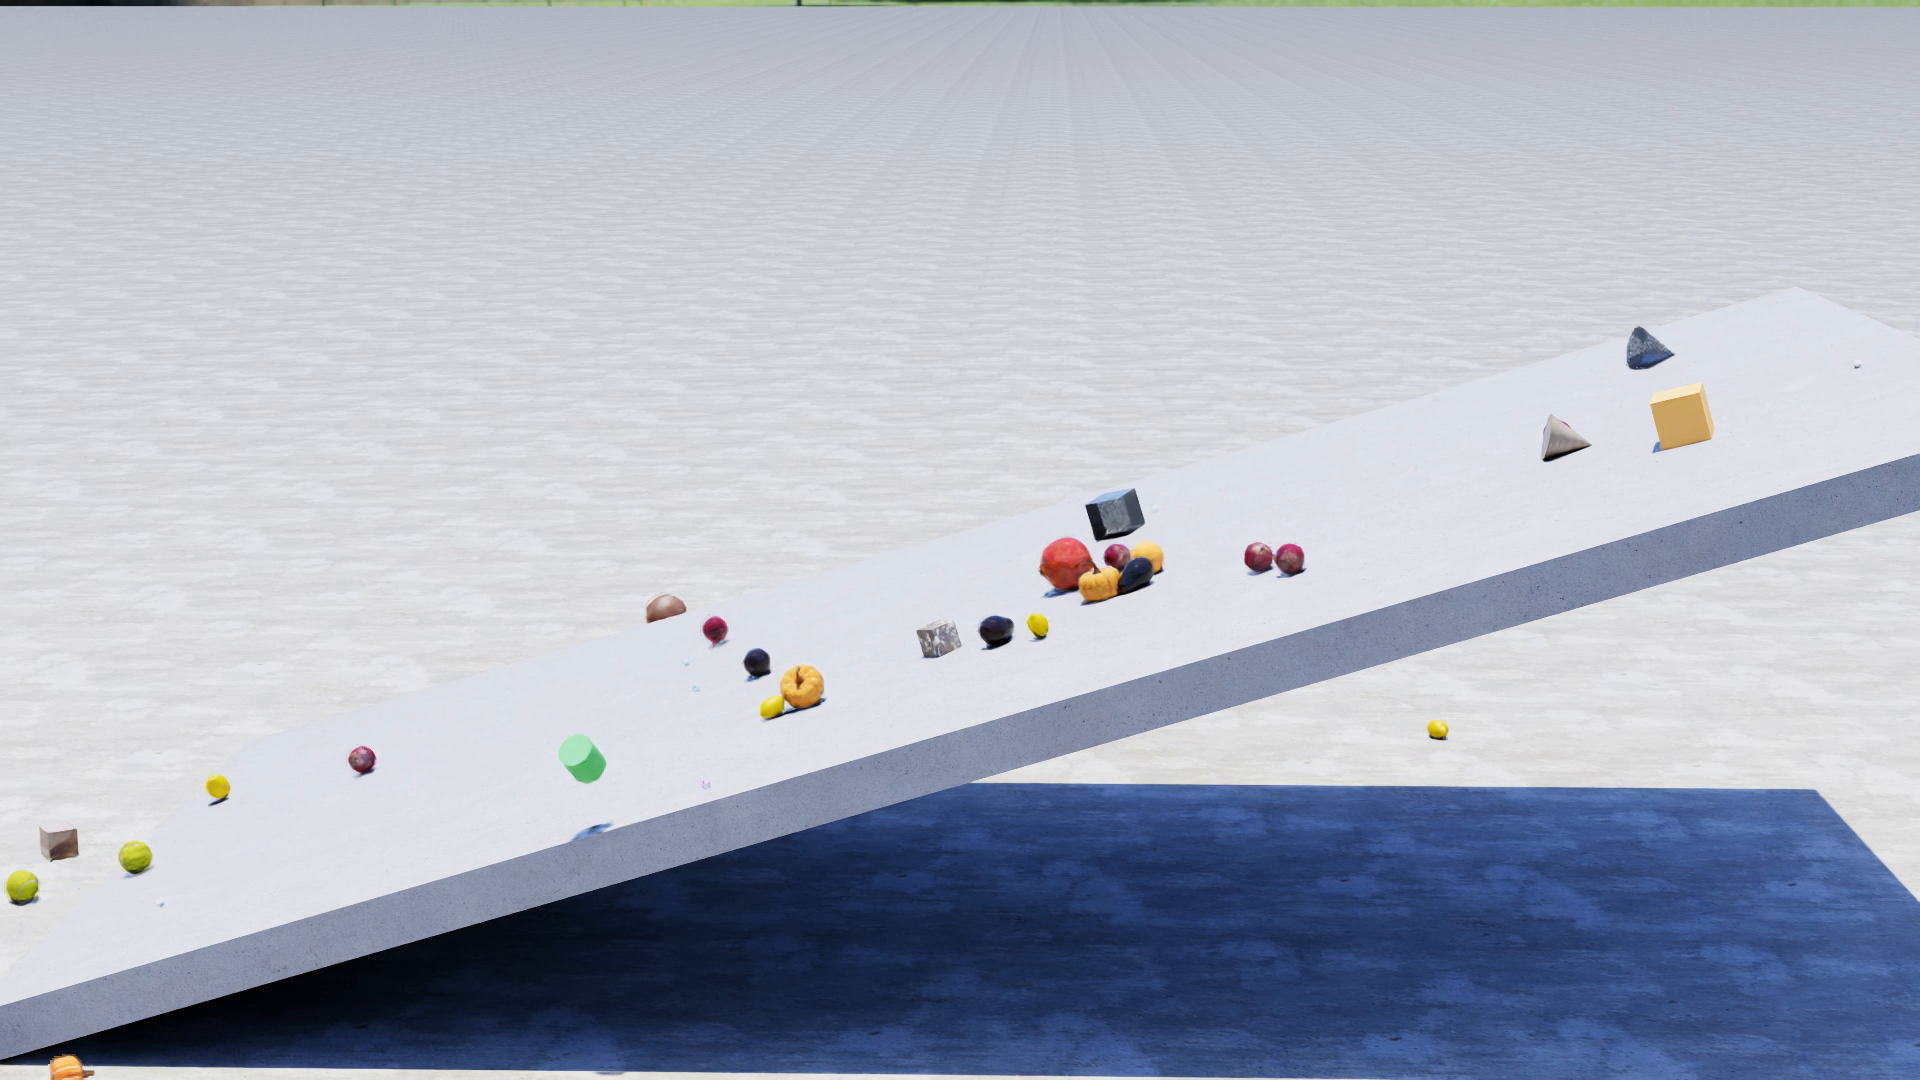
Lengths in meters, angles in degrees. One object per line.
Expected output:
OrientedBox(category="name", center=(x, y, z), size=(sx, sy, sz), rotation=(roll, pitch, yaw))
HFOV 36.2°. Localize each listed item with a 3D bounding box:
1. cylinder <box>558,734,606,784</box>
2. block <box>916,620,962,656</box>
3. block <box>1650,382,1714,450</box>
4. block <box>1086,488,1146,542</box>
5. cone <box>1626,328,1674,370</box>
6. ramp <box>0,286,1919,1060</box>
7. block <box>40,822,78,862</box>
OrientedBox(category="cylinder", center=(-0.692, 0.401, 5.385), size=(0.066, 0.066, 0.066), rotation=(5, -31, 25))
OrientedBox(category="block", center=(-0.043, 0.201, 6.007), size=(0.058, 0.058, 0.058), rotation=(-24, 12, -34))
OrientedBox(category="block", center=(1.432, -0.246, 5.833), size=(0.097, 0.097, 0.097), rotation=(-13, 11, 21))
OrientedBox(category="block", center=(0.352, -0.058, 6.661), size=(0.087, 0.087, 0.087), rotation=(-11, 12, 33))
OrientedBox(category="cone", center=(1.591, -0.431, 6.724), size=(0.098, 0.098, 0.098), rotation=(8, 9, -13))
OrientedBox(category="ramp", center=(0.094, 0.185, 6.316), size=(4.000, 0.100, 2.000), rotation=(-16, 10, 5))
OrientedBox(category="block", center=(-2.087, 0.698, 6.814), size=(0.067, 0.067, 0.067), rotation=(-7, 13, -33))
